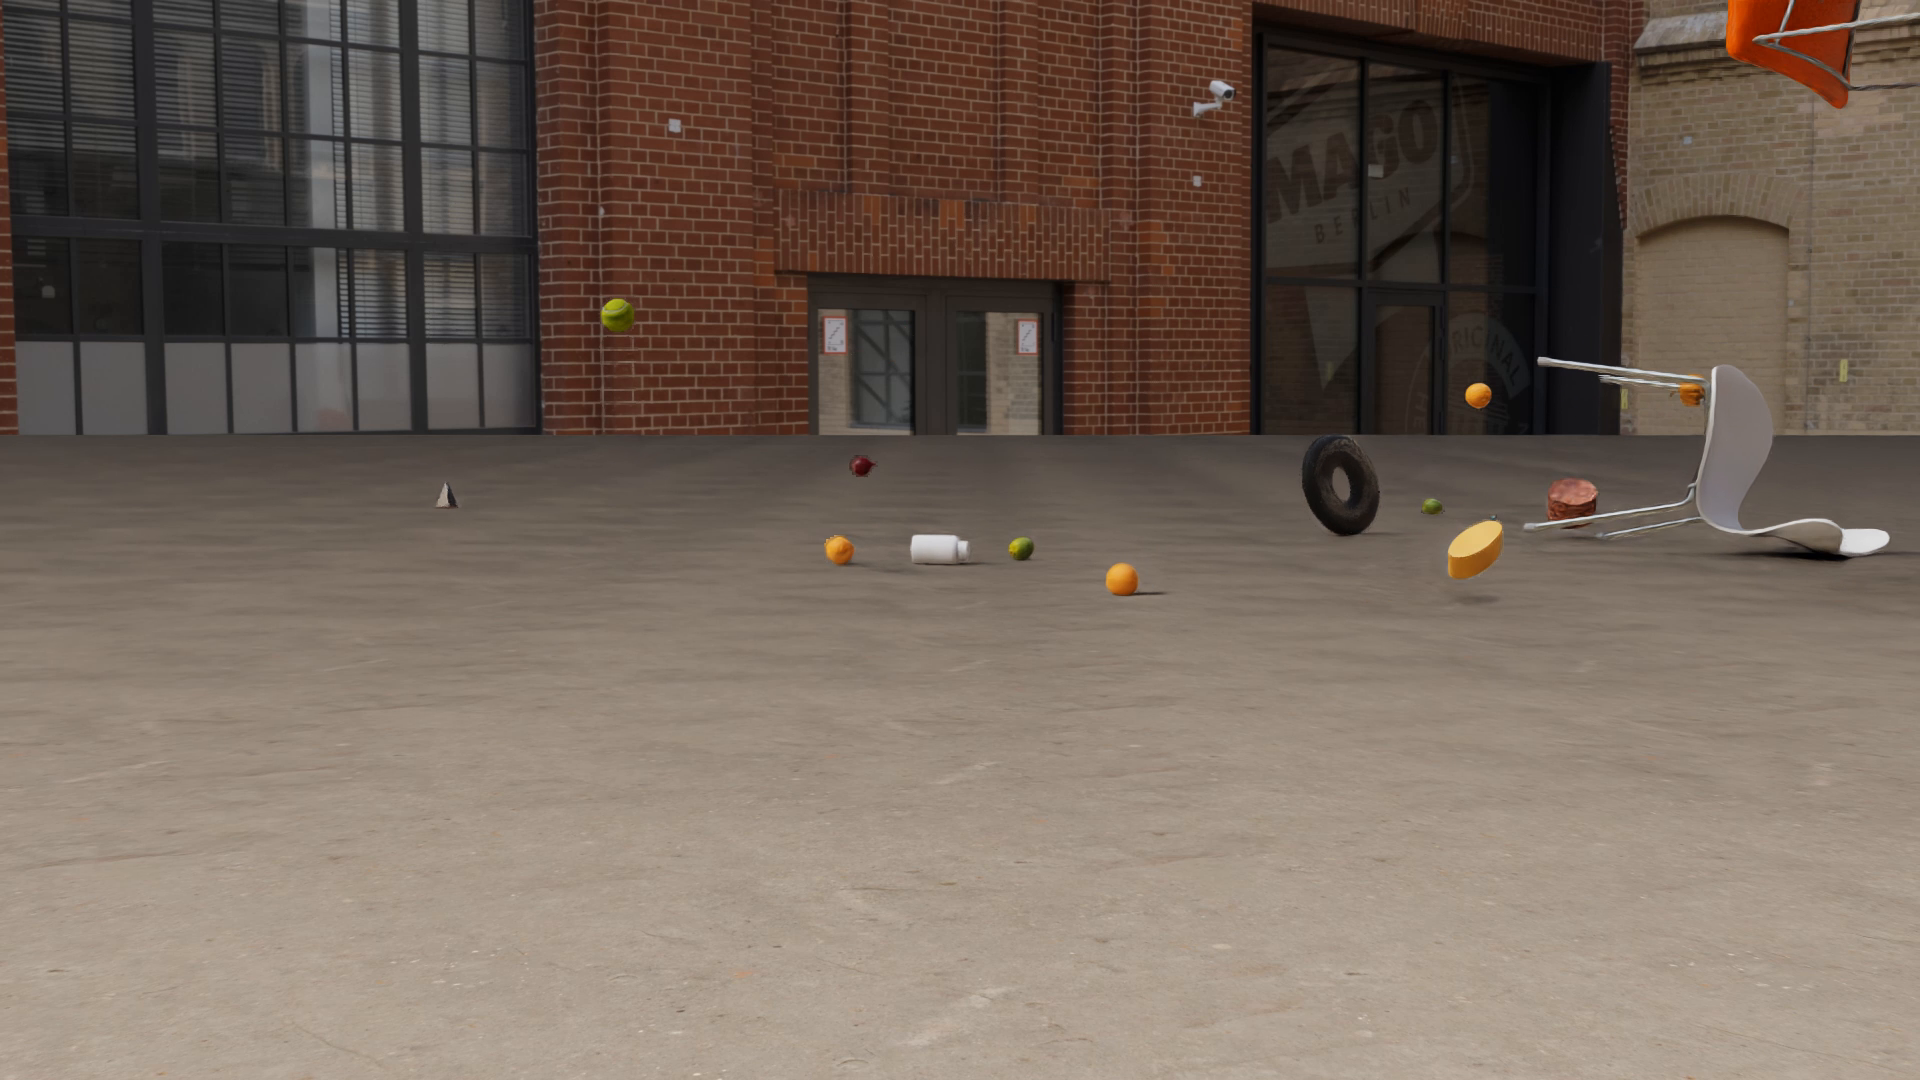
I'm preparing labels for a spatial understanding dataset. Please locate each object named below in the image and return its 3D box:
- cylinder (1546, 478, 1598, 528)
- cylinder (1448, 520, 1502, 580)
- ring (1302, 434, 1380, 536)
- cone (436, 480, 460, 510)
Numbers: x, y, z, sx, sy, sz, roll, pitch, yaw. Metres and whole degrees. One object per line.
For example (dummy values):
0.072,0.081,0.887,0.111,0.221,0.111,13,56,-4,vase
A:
1.825,-0.109,6.560,0.138,0.088,0.163,4,-25,15,cylinder
1.091,0.022,4.659,0.130,0.058,0.092,-31,-33,-8,cylinder
1.173,-0.169,6.765,0.066,0.314,0.389,-9,-16,43,ring
-1.924,-0.172,8.246,0.121,0.110,0.053,2,4,30,cone
